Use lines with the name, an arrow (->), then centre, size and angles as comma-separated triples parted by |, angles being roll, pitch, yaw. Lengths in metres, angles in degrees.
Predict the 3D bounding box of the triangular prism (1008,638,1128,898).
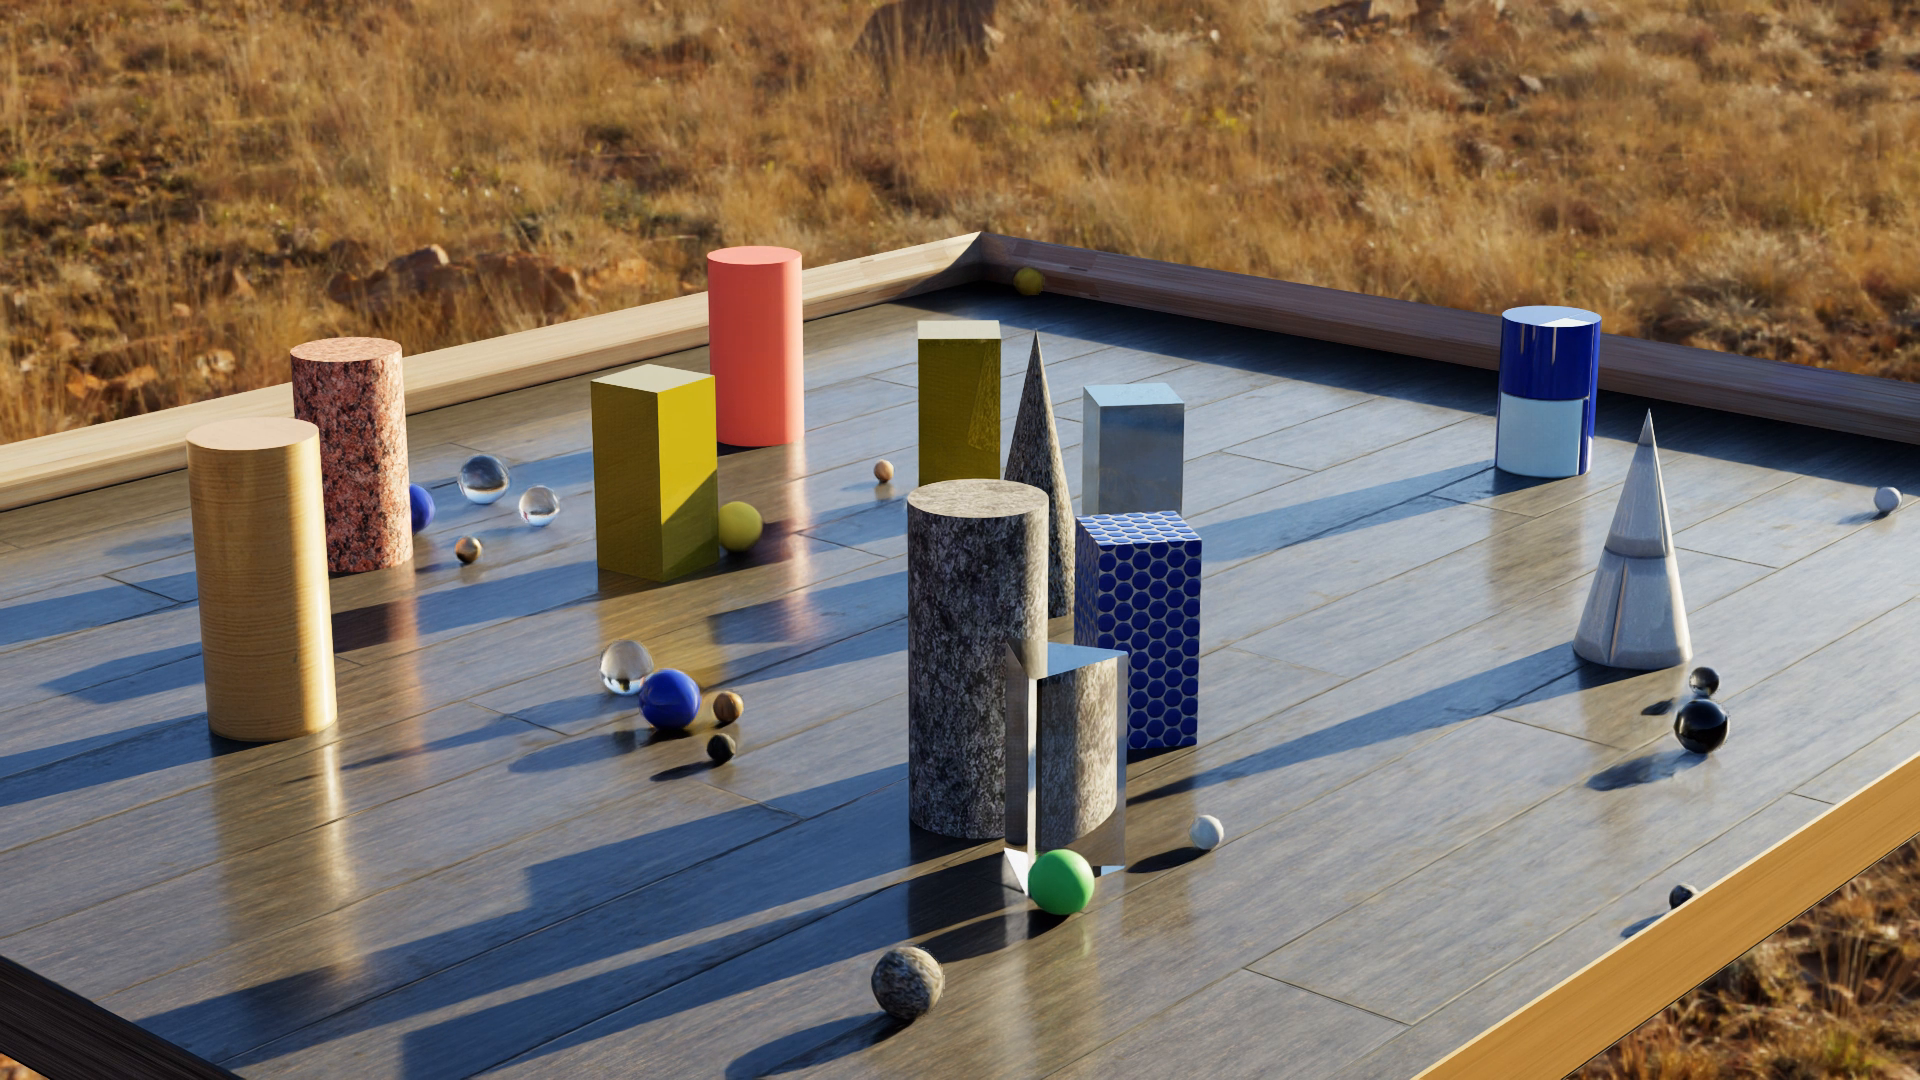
triangular prism -> 0.112, 0.295, 3.938 | 0.169, 0.307, 0.146 | -13, 21, -38

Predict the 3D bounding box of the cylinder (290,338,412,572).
cylinder -> -1.097, -0.156, 5.294 | 0.195, 0.387, 0.195 | 0, 17, 0

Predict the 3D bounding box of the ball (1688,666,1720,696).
ball -> 1.175, 0.223, 4.625 | 0.048, 0.048, 0.048 | 0, 17, 0

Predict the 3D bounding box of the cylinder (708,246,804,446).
cylinder -> -0.426, -0.406, 6.129 | 0.195, 0.384, 0.195 | 0, 17, 0

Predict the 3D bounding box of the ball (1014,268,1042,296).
ball -> 0.174, -0.663, 7.516 | 0.074, 0.074, 0.074 | 0, 17, 0

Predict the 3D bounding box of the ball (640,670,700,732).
ball -> -0.442, 0.245, 4.474 | 0.094, 0.094, 0.094 | 0, 17, 0

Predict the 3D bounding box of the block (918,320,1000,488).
block -> -0.002, -0.237, 5.640 | 0.156, 0.343, 0.156 | 0, 17, -1

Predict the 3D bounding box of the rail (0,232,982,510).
rail -> -1.287, -0.291, 6.190 | 0.045, 0.127, 4.146 | 14, 22, 39

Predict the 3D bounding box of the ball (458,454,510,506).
ball -> -0.920, -0.116, 5.665 | 0.097, 0.097, 0.097 | 0, 17, 0

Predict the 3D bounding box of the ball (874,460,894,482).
ball -> -0.151, -0.137, 5.830 | 0.041, 0.041, 0.041 | 0, 17, 0

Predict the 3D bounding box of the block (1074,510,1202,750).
block -> 0.266, 0.136, 4.437 | 0.156, 0.323, 0.156 | -3, 17, -10

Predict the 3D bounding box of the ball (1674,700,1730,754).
ball -> 1.109, 0.278, 4.384 | 0.081, 0.081, 0.081 | 0, 17, 0

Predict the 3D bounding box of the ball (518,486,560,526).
ball -> -0.792, -0.064, 5.526 | 0.077, 0.077, 0.077 | 0, 17, 0

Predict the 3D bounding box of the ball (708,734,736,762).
ball -> -0.354, 0.309, 4.351 | 0.042, 0.042, 0.042 | 0, 17, 0

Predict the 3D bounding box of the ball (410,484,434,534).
ball -> -1.029, -0.058, 5.479 | 0.093, 0.093, 0.093 | 0, 17, 0

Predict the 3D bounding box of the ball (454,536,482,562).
ball -> -0.891, 0.017, 5.310 | 0.048, 0.048, 0.048 | 0, 17, 0

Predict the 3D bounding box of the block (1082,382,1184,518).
block -> 0.317, -0.133, 5.404 | 0.156, 0.280, 0.156 | -3, 17, -8

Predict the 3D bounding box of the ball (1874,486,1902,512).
ball -> 1.778, -0.078, 5.619 | 0.050, 0.050, 0.050 | 0, 17, 0

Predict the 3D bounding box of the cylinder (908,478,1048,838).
cylinder -> 0.025, 0.164, 4.099 | 0.195, 0.464, 0.195 | 0, 17, 0

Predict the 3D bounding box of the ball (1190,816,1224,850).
ball -> 0.339, 0.402, 4.034 | 0.047, 0.047, 0.047 | 0, 17, 0

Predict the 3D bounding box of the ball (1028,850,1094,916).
ball -> 0.131, 0.446, 3.821 | 0.086, 0.086, 0.086 | 0, 17, 0

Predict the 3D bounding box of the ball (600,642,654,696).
ball -> -0.526, 0.203, 4.628 | 0.085, 0.085, 0.085 | 0, 17, 0

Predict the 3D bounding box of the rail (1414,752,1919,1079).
rail -> 1.287, 0.354, 4.050 | 0.045, 0.127, 4.146 | 14, 22, 39

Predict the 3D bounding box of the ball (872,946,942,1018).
ball -> -0.064, 0.533, 3.532 | 0.086, 0.086, 0.086 | 0, 17, 0

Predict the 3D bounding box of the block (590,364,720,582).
block -> -0.545, -0.122, 5.252 | 0.156, 0.346, 0.156 | 11, 20, 33

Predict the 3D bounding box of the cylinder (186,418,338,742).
cylinder -> -1.061, 0.059, 4.463 | 0.195, 0.457, 0.195 | 0, 17, 0

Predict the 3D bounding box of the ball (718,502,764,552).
ball -> -0.407, -0.023, 5.363 | 0.093, 0.093, 0.093 | 0, 17, 0

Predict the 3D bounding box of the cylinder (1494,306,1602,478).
cylinder -> 1.183, -0.300, 5.906 | 0.195, 0.309, 0.195 | 0, 17, 0

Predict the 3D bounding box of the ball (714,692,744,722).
ball -> -0.357, 0.257, 4.515 | 0.047, 0.047, 0.047 | 0, 17, 0

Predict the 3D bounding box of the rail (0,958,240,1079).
rail -> -1.344, 0.479, 3.639 | 3.457, 0.127, 0.045 | 14, 22, 39

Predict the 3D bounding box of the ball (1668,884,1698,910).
ball -> 0.945, 0.469, 3.823 | 0.040, 0.040, 0.040 | 0, 17, 0

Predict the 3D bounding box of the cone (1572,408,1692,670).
cone -> 1.111, -0.016, 4.784 | 0.195, 0.414, 0.195 | 0, 17, 0

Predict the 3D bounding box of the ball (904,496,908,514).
ball -> -0.082, -0.066, 5.577 | 0.051, 0.051, 0.051 | 0, 17, 0

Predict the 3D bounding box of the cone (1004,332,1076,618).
cone -> 0.129, -0.127, 5.027 | 0.195, 0.485, 0.195 | 0, 17, 0

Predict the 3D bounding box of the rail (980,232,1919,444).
rail -> 1.344, -0.415, 6.602 | 3.457, 0.127, 0.045 | 14, 22, 39
